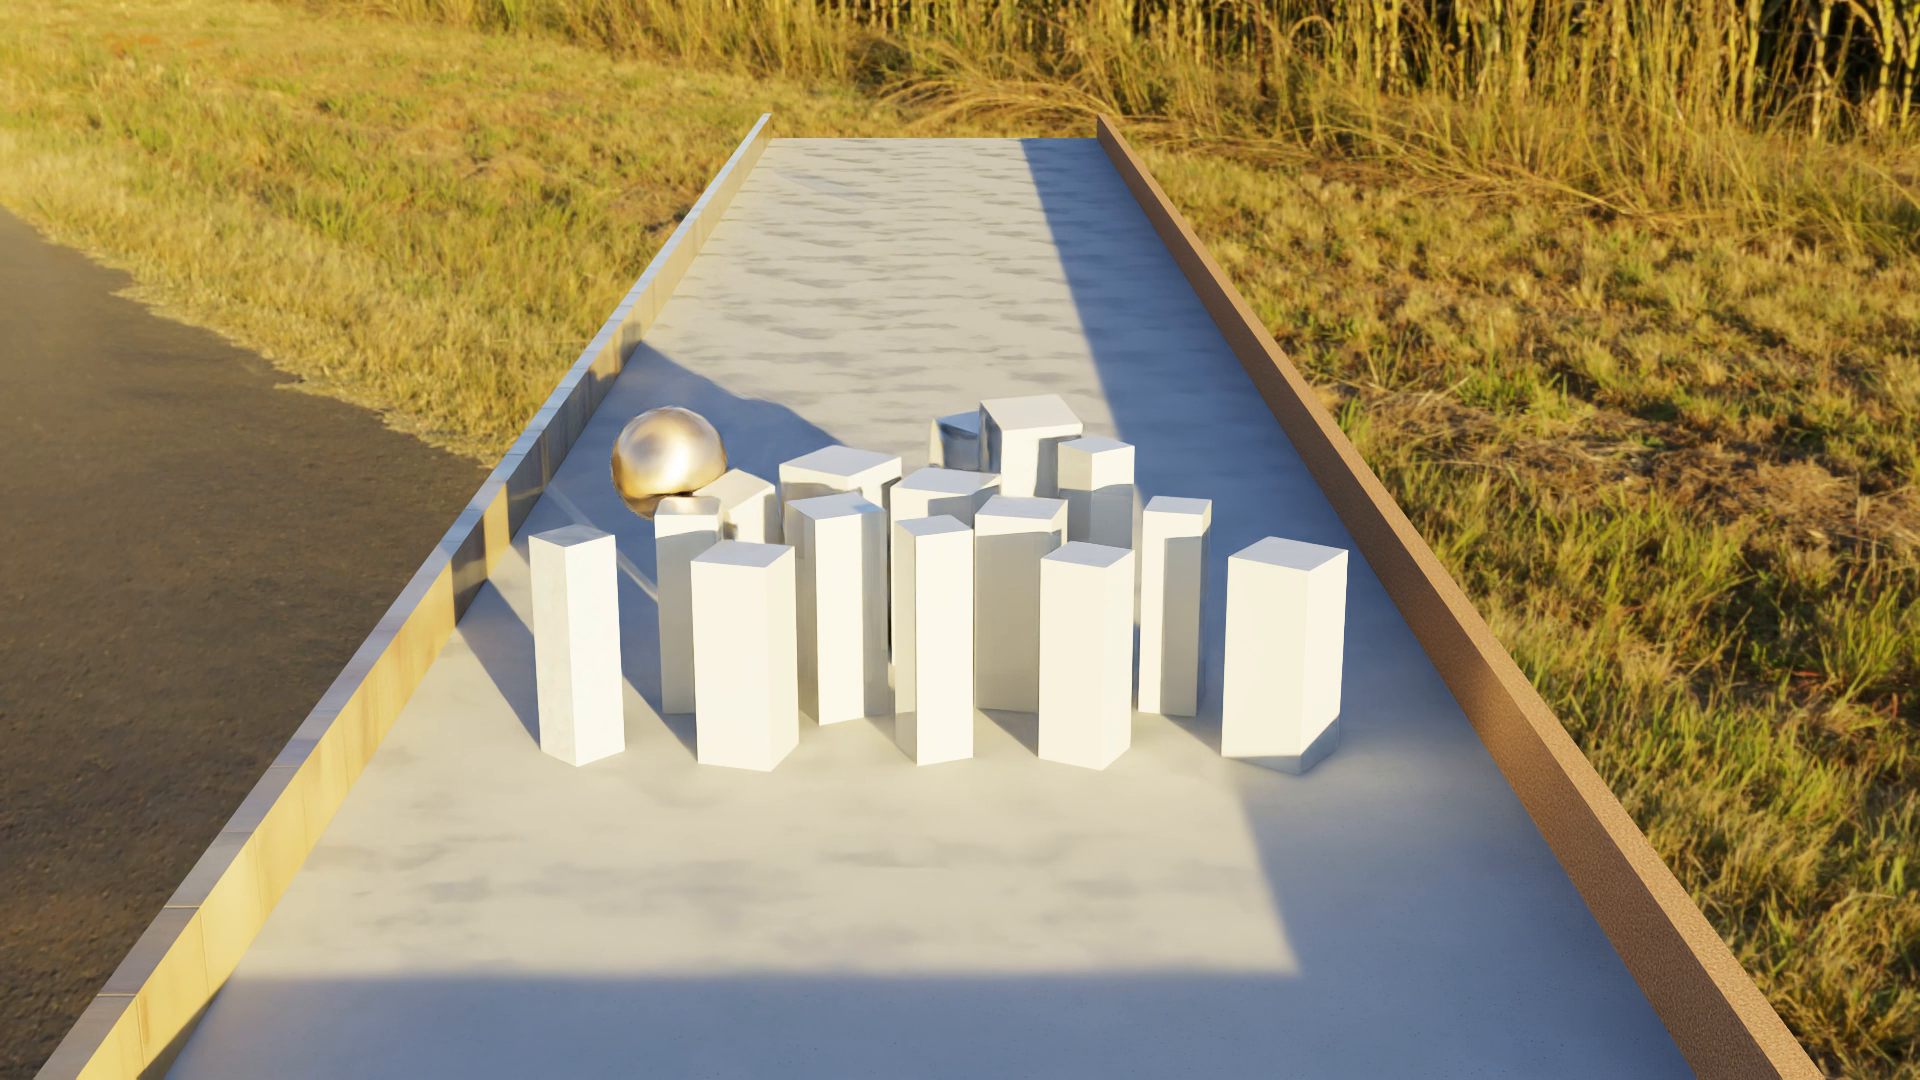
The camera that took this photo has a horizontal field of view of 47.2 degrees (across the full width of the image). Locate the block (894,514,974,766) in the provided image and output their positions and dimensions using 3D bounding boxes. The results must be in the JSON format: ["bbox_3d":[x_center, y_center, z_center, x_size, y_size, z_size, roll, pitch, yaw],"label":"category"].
[{"bbox_3d":[-0.047,0.177,3.891,0.106,0.422,0.106,-7,18,-22],"label":"block"}]

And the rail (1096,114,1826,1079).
[{"bbox_3d":[0.932,-0.844,7.801,0.050,0.150,12.000,0,17,-1],"label":"rail"}]

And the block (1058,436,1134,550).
[{"bbox_3d":[0.267,0.023,4.382,0.106,0.439,0.106,-12,20,-34],"label":"block"}]

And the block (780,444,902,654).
[{"bbox_3d":[-0.234,0.033,4.409,0.170,0.399,0.170,11,22,33],"label":"block"}]

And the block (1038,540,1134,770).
[{"bbox_3d":[0.224,0.203,3.891,0.123,0.372,0.123,9,19,27],"label":"block"}]

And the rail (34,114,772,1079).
[{"bbox_3d":[-1.118,-0.838,7.780,0.050,0.150,12.000,0,17,-1],"label":"rail"}]

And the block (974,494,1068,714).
[{"bbox_3d":[0.115,0.120,4.158,0.144,0.379,0.144,4,17,14],"label":"block"}]

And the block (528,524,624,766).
[{"bbox_3d":[-0.678,0.185,3.895,0.106,0.404,0.106,15,22,42],"label":"block"}]

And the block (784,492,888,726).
[{"bbox_3d":[-0.230,0.127,4.108,0.142,0.395,0.142,-8,19,-26],"label":"block"}]

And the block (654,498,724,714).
[{"bbox_3d":[-0.503,0.123,4.134,0.115,0.387,0.115,0,17,-2],"label":"block"}]

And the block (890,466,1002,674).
[{"bbox_3d":[-0.027,0.060,4.382,0.168,0.368,0.168,6,18,20],"label":"block"}]

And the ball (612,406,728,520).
[{"bbox_3d":[-0.567,-0.149,4.298,0.226,0.226,0.226,0,17,0],"label":"ball"}]

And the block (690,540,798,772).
[{"bbox_3d":[-0.378,0.203,3.888,0.137,0.374,0.137,5,17,16],"label":"block"}]

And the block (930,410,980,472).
[{"bbox_3d":[0.031,-0.069,4.761,0.147,0.385,0.147,-14,25,-43],"label":"block"}]

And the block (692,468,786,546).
[{"bbox_3d":[-0.411,0.063,4.304,0.113,0.380,0.113,22,43,40],"label":"block"}]

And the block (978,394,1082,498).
[{"bbox_3d":[0.140,-0.055,4.571,0.167,0.455,0.167,-6,26,-14],"label":"block"}]

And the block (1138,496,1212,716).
[{"bbox_3d":[0.403,0.124,4.122,0.109,0.392,0.109,4,17,14],"label":"block"}]

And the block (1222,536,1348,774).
[{"bbox_3d":[0.574,0.202,3.895,0.154,0.372,0.154,11,20,33],"label":"block"}]
